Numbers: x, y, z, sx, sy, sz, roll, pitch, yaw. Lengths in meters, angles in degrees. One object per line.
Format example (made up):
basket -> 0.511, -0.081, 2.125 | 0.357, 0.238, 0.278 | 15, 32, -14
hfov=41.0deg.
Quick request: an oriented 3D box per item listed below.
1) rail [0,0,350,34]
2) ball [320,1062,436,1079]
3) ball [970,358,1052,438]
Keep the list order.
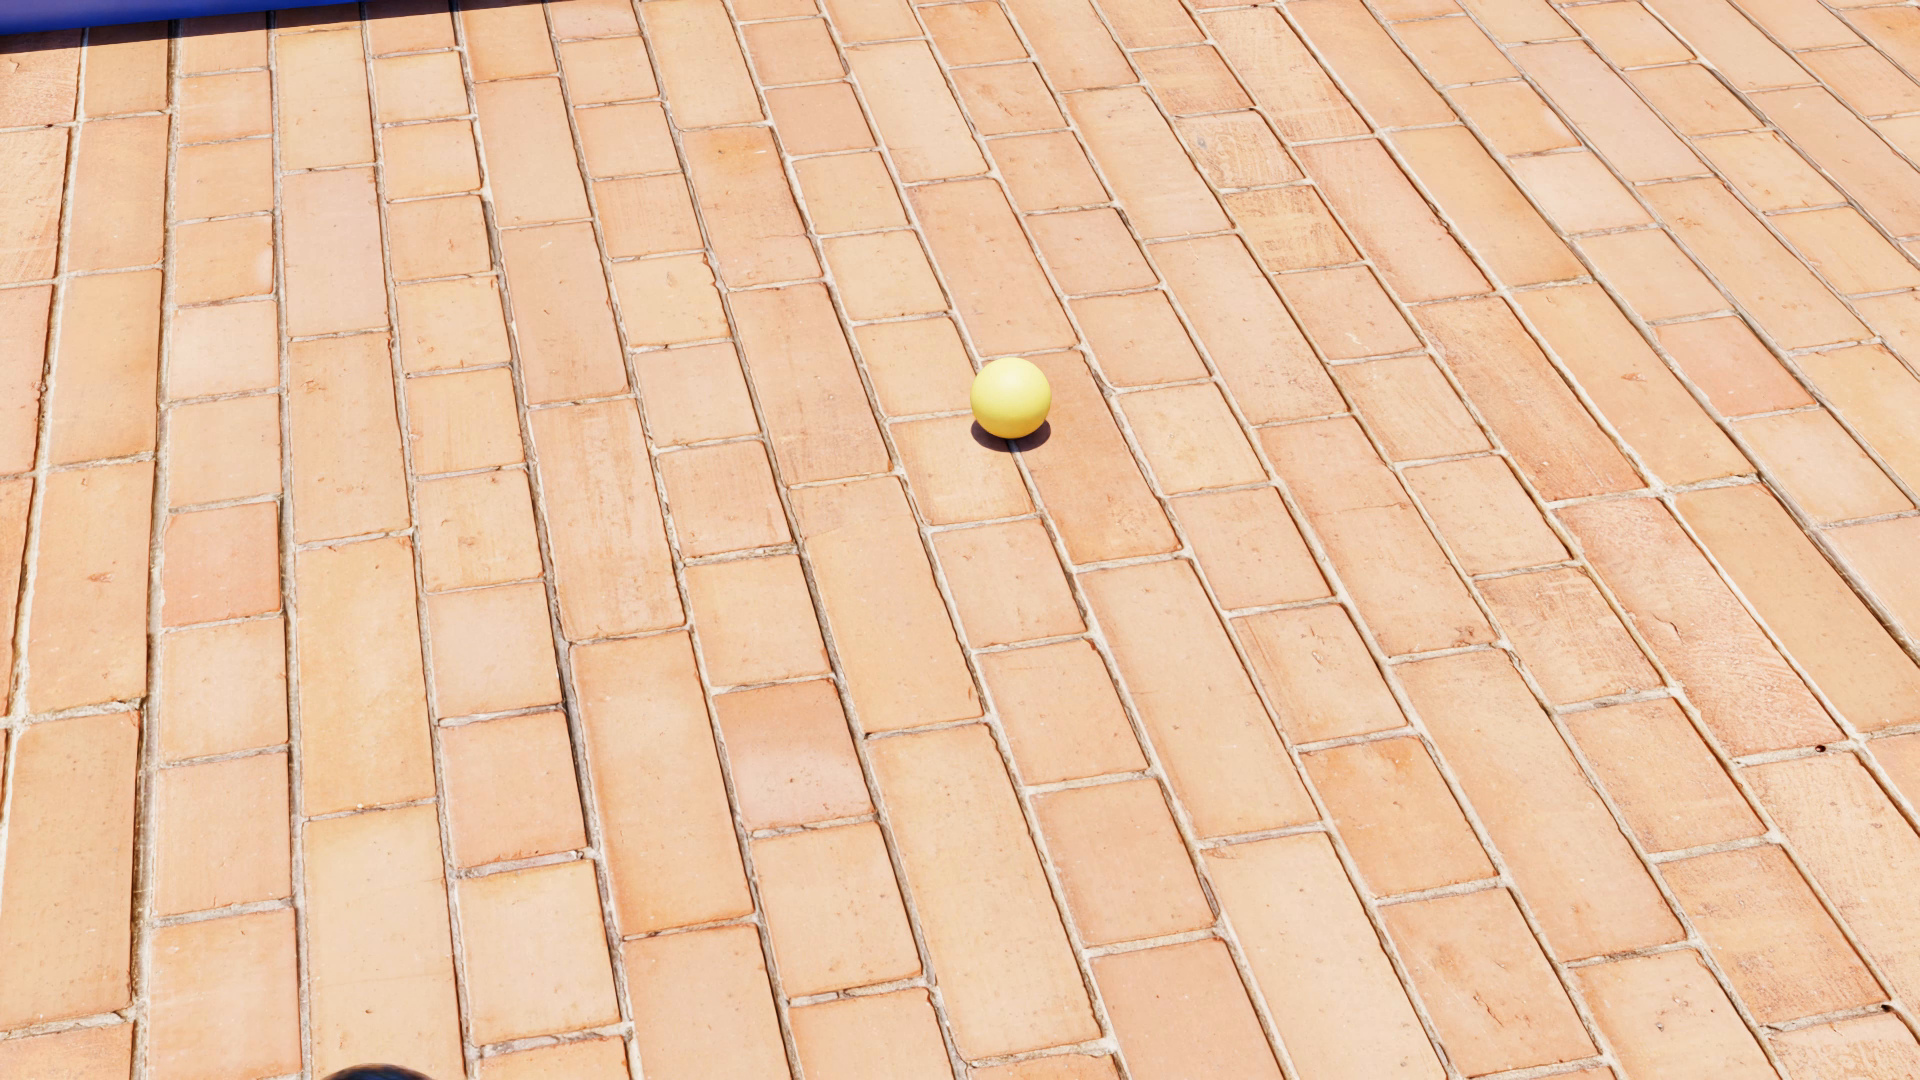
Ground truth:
rail -> 0.593, -0.653, 2.370 | 3.271, 0.120, 0.045 | -8, 37, -10
ball -> -0.258, 0.277, 1.128 | 0.092, 0.092, 0.092 | 0, 36, 0
ball -> 0.033, -0.092, 1.664 | 0.053, 0.053, 0.053 | 0, 36, 0
